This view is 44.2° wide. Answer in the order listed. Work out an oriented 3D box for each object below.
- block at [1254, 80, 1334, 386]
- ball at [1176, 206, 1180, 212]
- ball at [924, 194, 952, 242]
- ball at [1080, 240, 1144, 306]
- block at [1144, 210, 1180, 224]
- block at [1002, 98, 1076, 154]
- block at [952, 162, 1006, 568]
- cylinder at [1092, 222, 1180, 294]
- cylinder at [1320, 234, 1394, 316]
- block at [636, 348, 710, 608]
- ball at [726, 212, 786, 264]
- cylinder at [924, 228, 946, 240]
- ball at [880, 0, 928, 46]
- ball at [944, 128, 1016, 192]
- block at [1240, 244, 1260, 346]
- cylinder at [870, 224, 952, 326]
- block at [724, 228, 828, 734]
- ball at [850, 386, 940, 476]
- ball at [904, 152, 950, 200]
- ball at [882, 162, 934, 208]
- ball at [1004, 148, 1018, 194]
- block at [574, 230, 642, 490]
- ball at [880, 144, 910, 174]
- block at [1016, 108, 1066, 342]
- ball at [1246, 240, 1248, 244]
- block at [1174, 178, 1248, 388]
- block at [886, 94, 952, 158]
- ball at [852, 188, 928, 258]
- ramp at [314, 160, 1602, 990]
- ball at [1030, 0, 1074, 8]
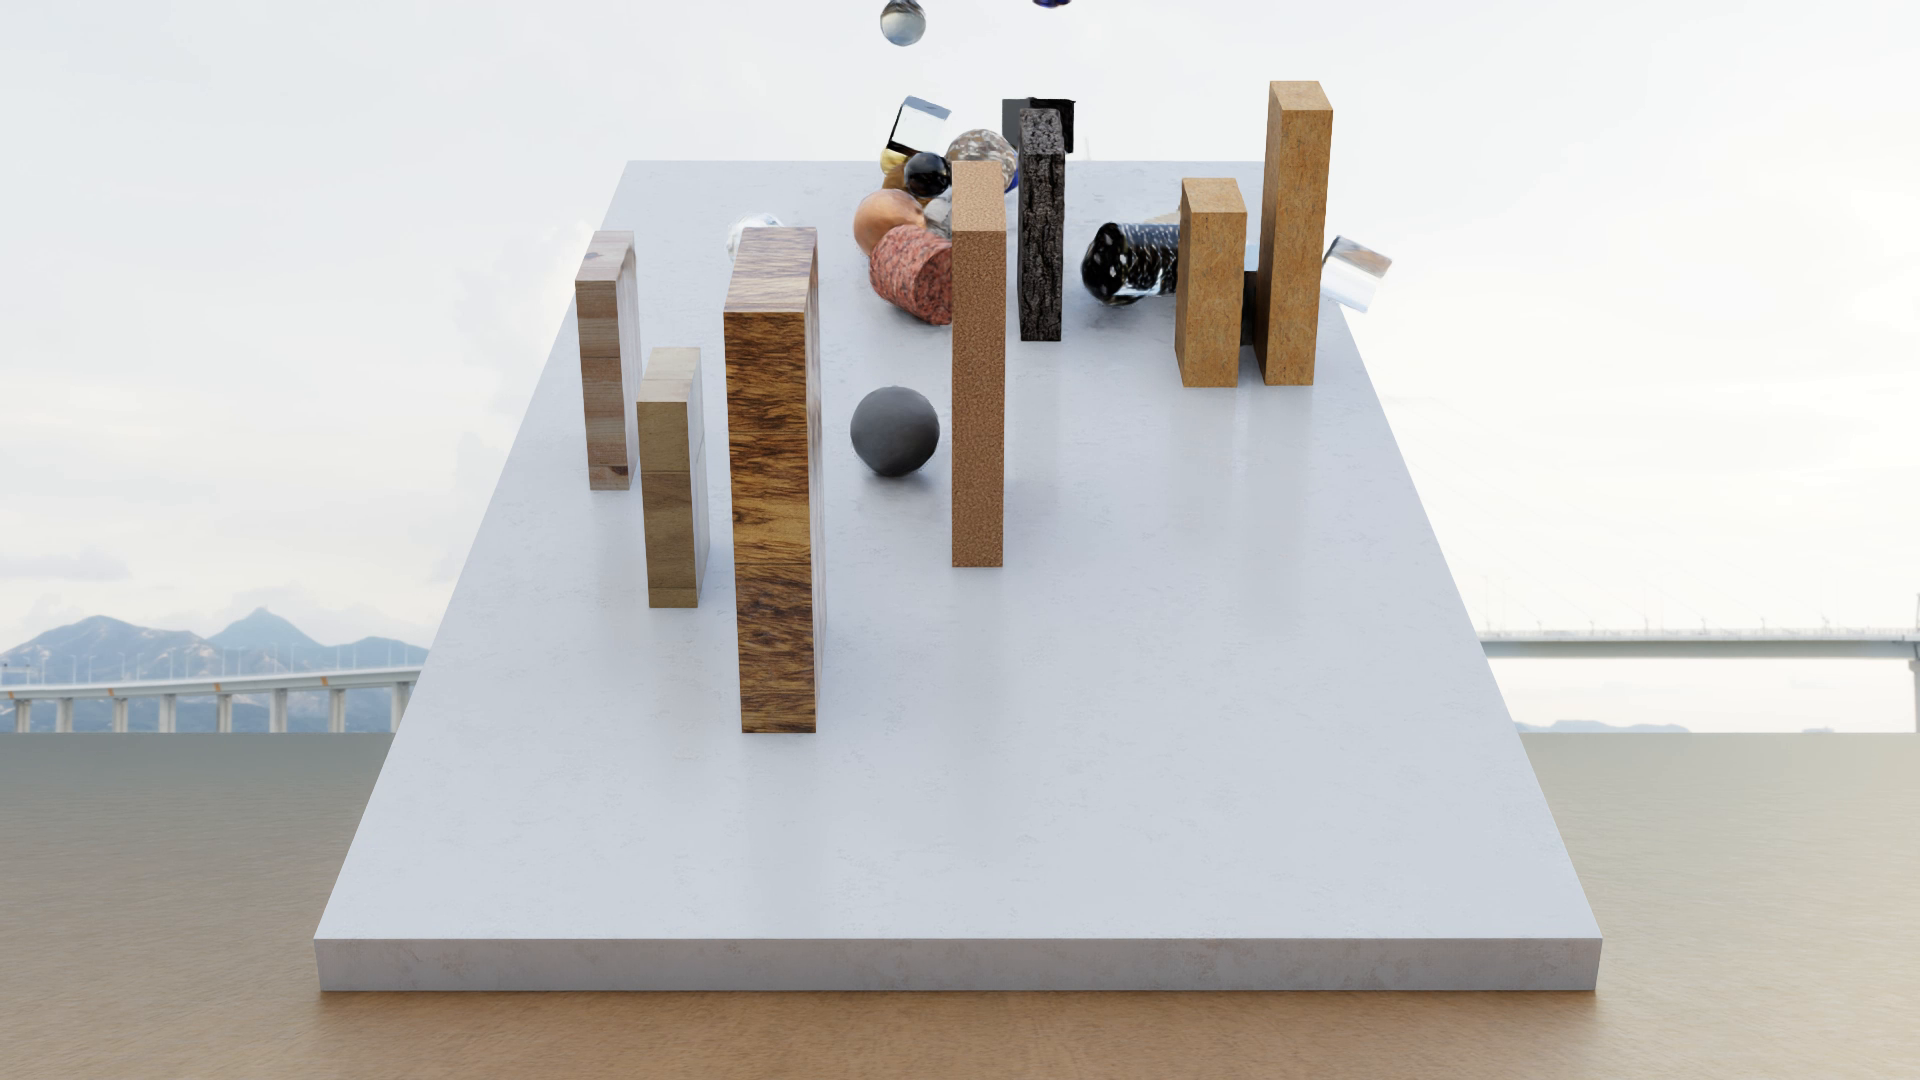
[{"bbox_3d":[0.788,-0.727,5.615,0.115,0.675,0.247,0,26,0],"label":"block"},{"bbox_3d":[0.672,-0.849,6.399,0.195,0.195,0.195,0,-5,0],"label":"ball"},{"bbox_3d":[-0.028,-0.865,6.466,0.161,0.161,0.161,0,-5,0],"label":"ball"},{"bbox_3d":[0.408,-0.700,6.099,0.194,0.194,0.194,0,-5,0],"label":"ball"},{"bbox_3d":[0.595,-0.758,6.202,0.159,0.159,0.159,-19,33,-26],"label":"block"},{"bbox_3d":[0.227,-1.204,6.880,0.153,0.153,0.153,-3,9,-31],"label":"block"},{"bbox_3d":[0.035,-0.362,4.831,0.103,0.715,0.435,0,26,0],"label":"block"},{"bbox_3d":[0.453,-0.705,5.911,0.180,0.180,0.180,-4,-2,-27],"label":"cylinder"},{"bbox_3d":[1.014,-0.684,6.097,0.157,0.157,0.157,27,1,11],"label":"cylinder"},{"bbox_3d":[-0.562,-0.125,4.660,0.095,0.439,0.276,0,26,0],"label":"block"},{"bbox_3d":[-0.537,-0.789,6.299,0.169,0.169,0.169,0,-5,0],"label":"ball"},{"bbox_3d":[-0.083,-0.751,6.273,0.118,0.118,0.118,1,29,-7],"label":"cylinder"},{"bbox_3d":[-0.161,-1.465,6.680,0.136,0.136,0.136,0,-5,0],"label":"ball"},{"bbox_3d":[0.054,-1.025,6.466,0.197,0.197,0.197,0,-5,0],"label":"ball"},{"bbox_3d":[0.725,-0.614,5.920,0.200,0.200,0.200,0,26,0],"label":"block"},{"bbox_3d":[-0.089,-0.679,6.037,0.207,0.207,0.207,4,19,-39],"label":"cylinder"},{"bbox_3d":[-0.323,-0.108,4.223,0.132,0.800,0.423,0,26,0],"label":"block"},{"bbox_3d":[-0.142,-0.240,5.166,0.196,0.196,0.196,0,-5,0],"label":"ball"},{"bbox_3d":[-0.089,-0.985,6.379,0.128,0.128,0.128,0,-5,0],"label":"ball"},{"bbox_3d":[-0.145,-0.999,6.739,0.156,0.156,0.156,0,-5,0],"label":"ball"},{"bbox_3d":[0.109,-1.072,6.832,0.147,0.147,0.147,0,-5,0],"label":"ball"},{"bbox_3d":[-0.759,-0.393,5.151,0.085,0.482,0.315,0,26,0],"label":"block"},{"bbox_3d":[-0.178,-1.132,7.042,0.124,0.124,0.124,0,-5,0],"label":"ball"},{"bbox_3d":[0.202,-0.799,5.971,0.101,0.483,0.390,0,26,0],"label":"block"},{"bbox_3d":[0.668,-0.728,6.061,0.155,0.155,0.155,0,-5,0],"label":"ball"},{"bbox_3d":[0.598,-0.618,5.661,0.128,0.437,0.260,0,26,0],"label":"block"},{"bbox_3d":[-0.115,-1.154,6.636,0.130,0.130,0.130,21,26,0],"label":"block"},{"bbox_3d":[-0.190,-0.849,6.386,0.202,0.202,0.202,0,-5,0],"label":"ball"},{"bbox_3d":[-0.010,-0.228,5.476,2.000,0.100,4.000,0,26,0],"label":"ramp"},{"bbox_3d":[0.269,-1.658,6.902,0.208,0.208,0.208,0,-5,0],"label":"ball"}]
